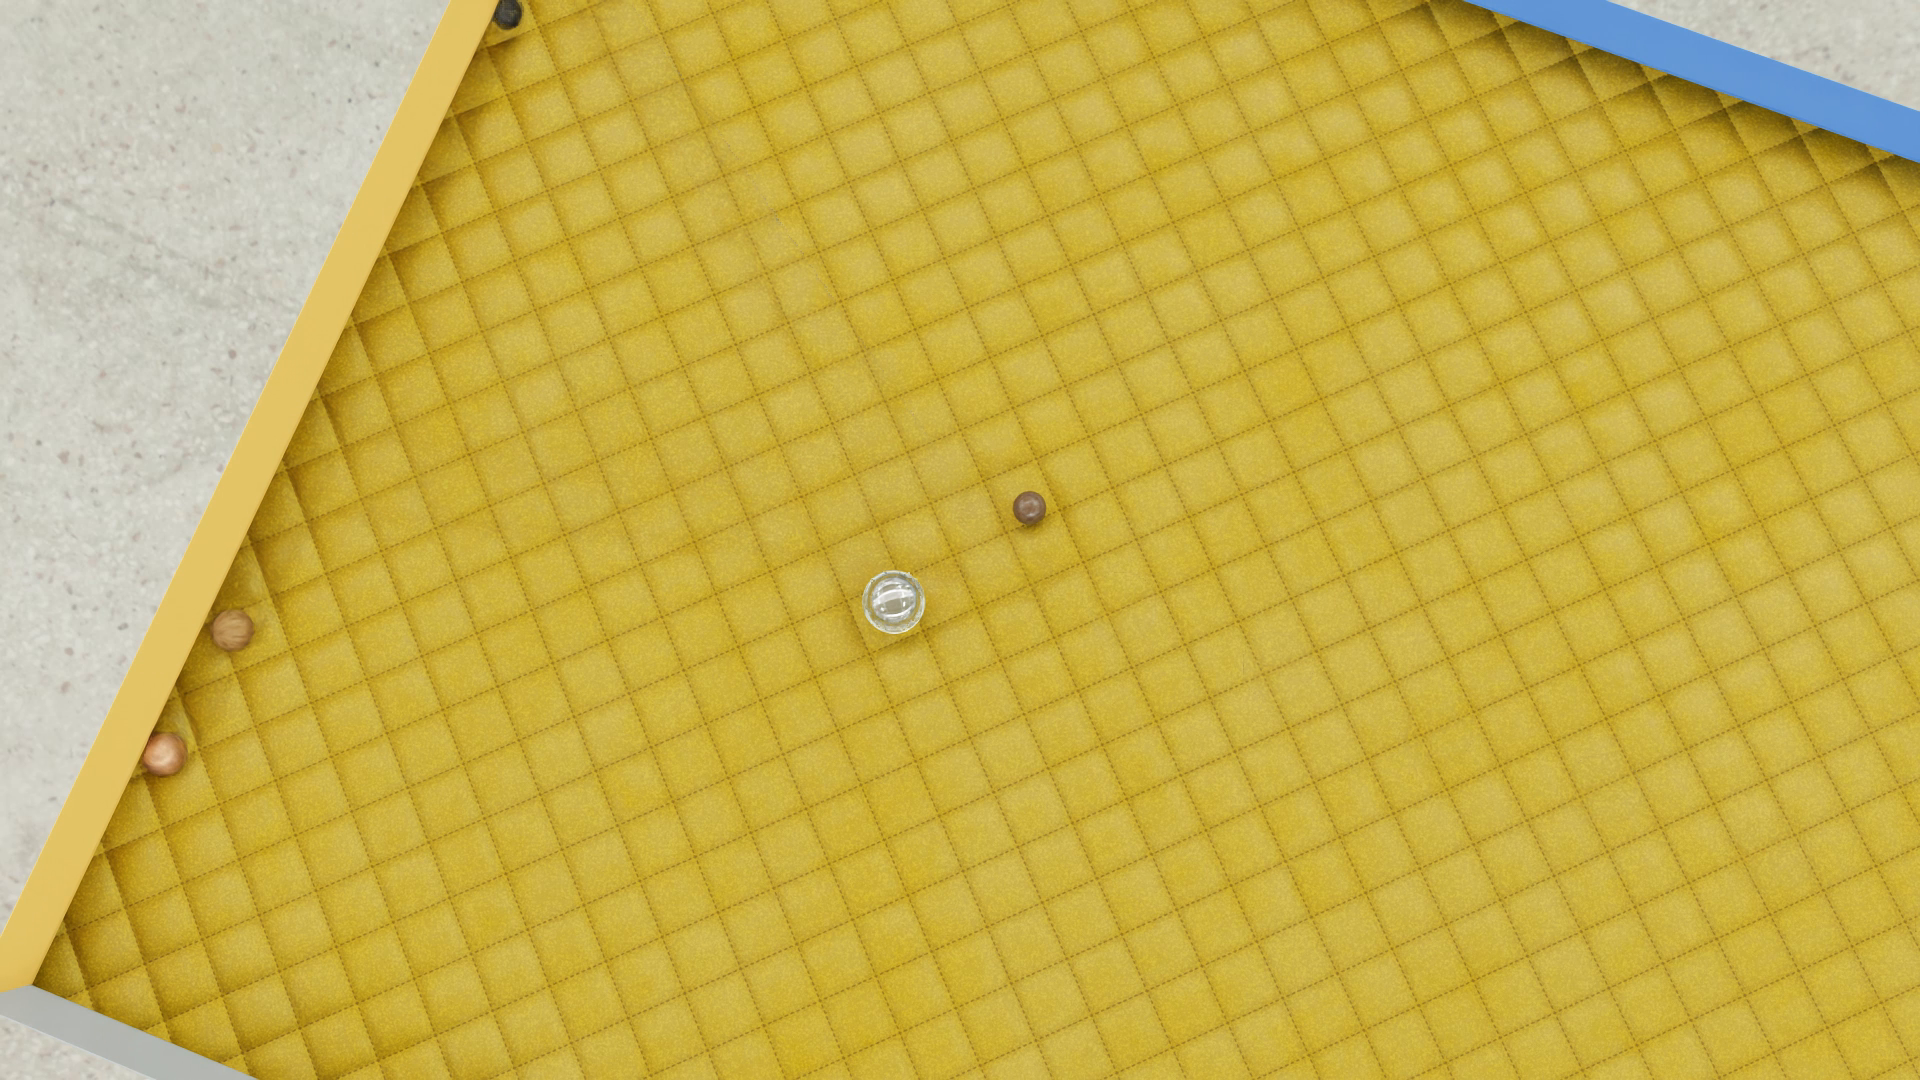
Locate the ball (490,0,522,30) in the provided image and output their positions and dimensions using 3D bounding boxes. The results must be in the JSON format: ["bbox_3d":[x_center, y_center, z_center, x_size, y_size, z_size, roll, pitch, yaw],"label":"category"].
[{"bbox_3d":[-0.723,-0.839,3.508,0.051,0.051,0.051,0,78,0],"label":"ball"}]

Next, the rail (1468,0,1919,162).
[{"bbox_3d":[1.379,-0.653,3.427,4.163,0.126,0.045,21,78,5],"label":"rail"}]

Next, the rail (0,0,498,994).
[{"bbox_3d":[-0.946,-0.370,3.364,0.045,0.126,2.288,21,78,5],"label":"rail"}]

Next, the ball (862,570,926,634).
[{"bbox_3d":[-0.099,0.092,3.279,0.095,0.095,0.095,0,78,0],"label":"ball"}]

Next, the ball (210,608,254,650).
[{"bbox_3d":[-1.087,0.134,3.287,0.062,0.062,0.062,0,78,0],"label":"ball"}]

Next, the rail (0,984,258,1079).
[{"bbox_3d":[0.558,1.383,2.976,4.163,0.126,0.045,21,78,5],"label":"rail"}]

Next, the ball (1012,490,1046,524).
[{"bbox_3d":[0.105,-0.049,3.332,0.052,0.052,0.052,0,78,0],"label":"ball"}]

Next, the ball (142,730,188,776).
[{"bbox_3d":[-1.174,0.314,3.245,0.065,0.065,0.065,0,78,0],"label":"ball"}]
